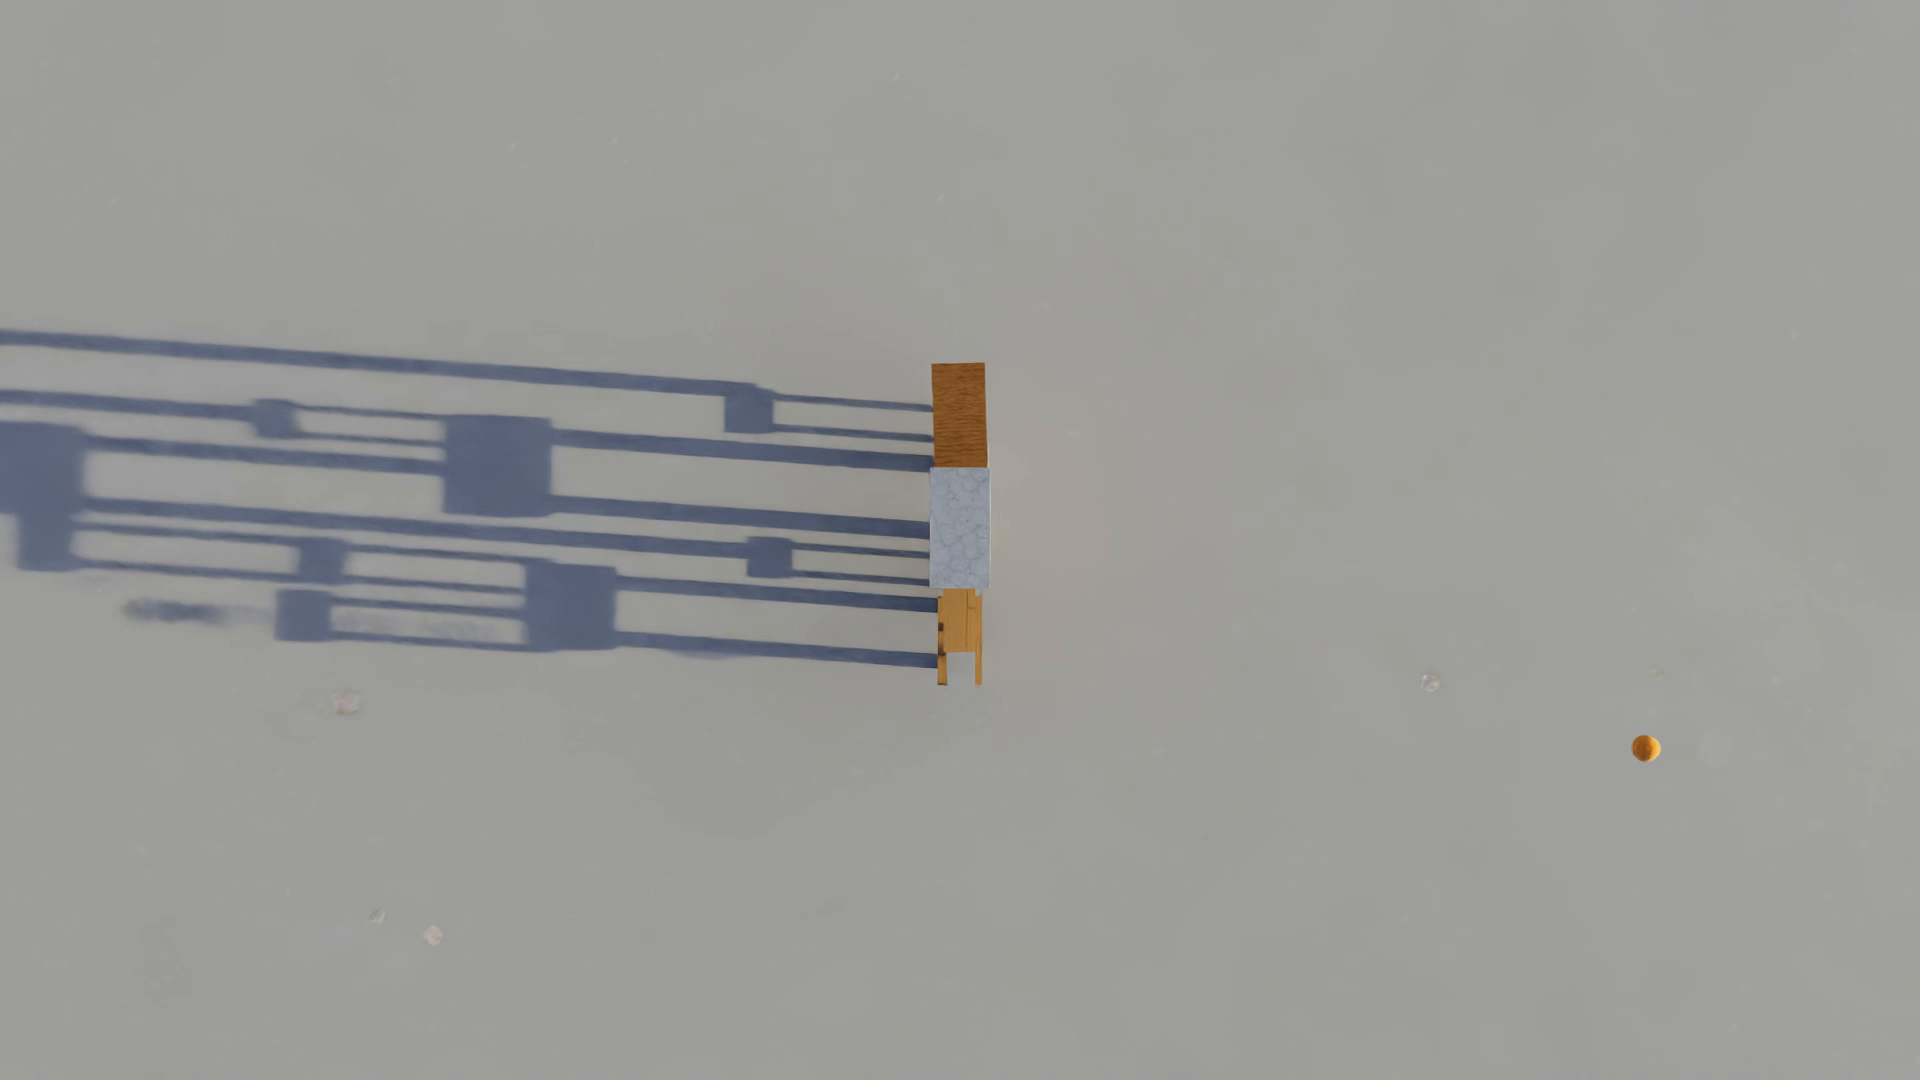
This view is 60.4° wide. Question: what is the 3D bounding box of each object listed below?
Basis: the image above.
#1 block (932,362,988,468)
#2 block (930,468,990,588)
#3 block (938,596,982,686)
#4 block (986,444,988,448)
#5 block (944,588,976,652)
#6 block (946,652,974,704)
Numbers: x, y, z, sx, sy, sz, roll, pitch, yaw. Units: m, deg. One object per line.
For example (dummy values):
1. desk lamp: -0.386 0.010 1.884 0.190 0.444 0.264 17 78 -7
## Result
1. block: -0.001 -0.348 4.648 0.149 0.042 0.298 -2 90 0
2. block: 0.000 -0.032 4.427 0.162 0.046 0.323 0 90 0
3. block: 0.000 0.317 5.201 0.139 0.040 0.279 0 90 0
4. block: 0.004 -0.248 4.818 0.149 0.298 0.042 0 90 0
5. block: -0.001 0.232 4.802 0.093 0.026 0.185 0 90 0
6. block: 0.002 0.411 4.998 0.086 0.024 0.171 0 90 0
